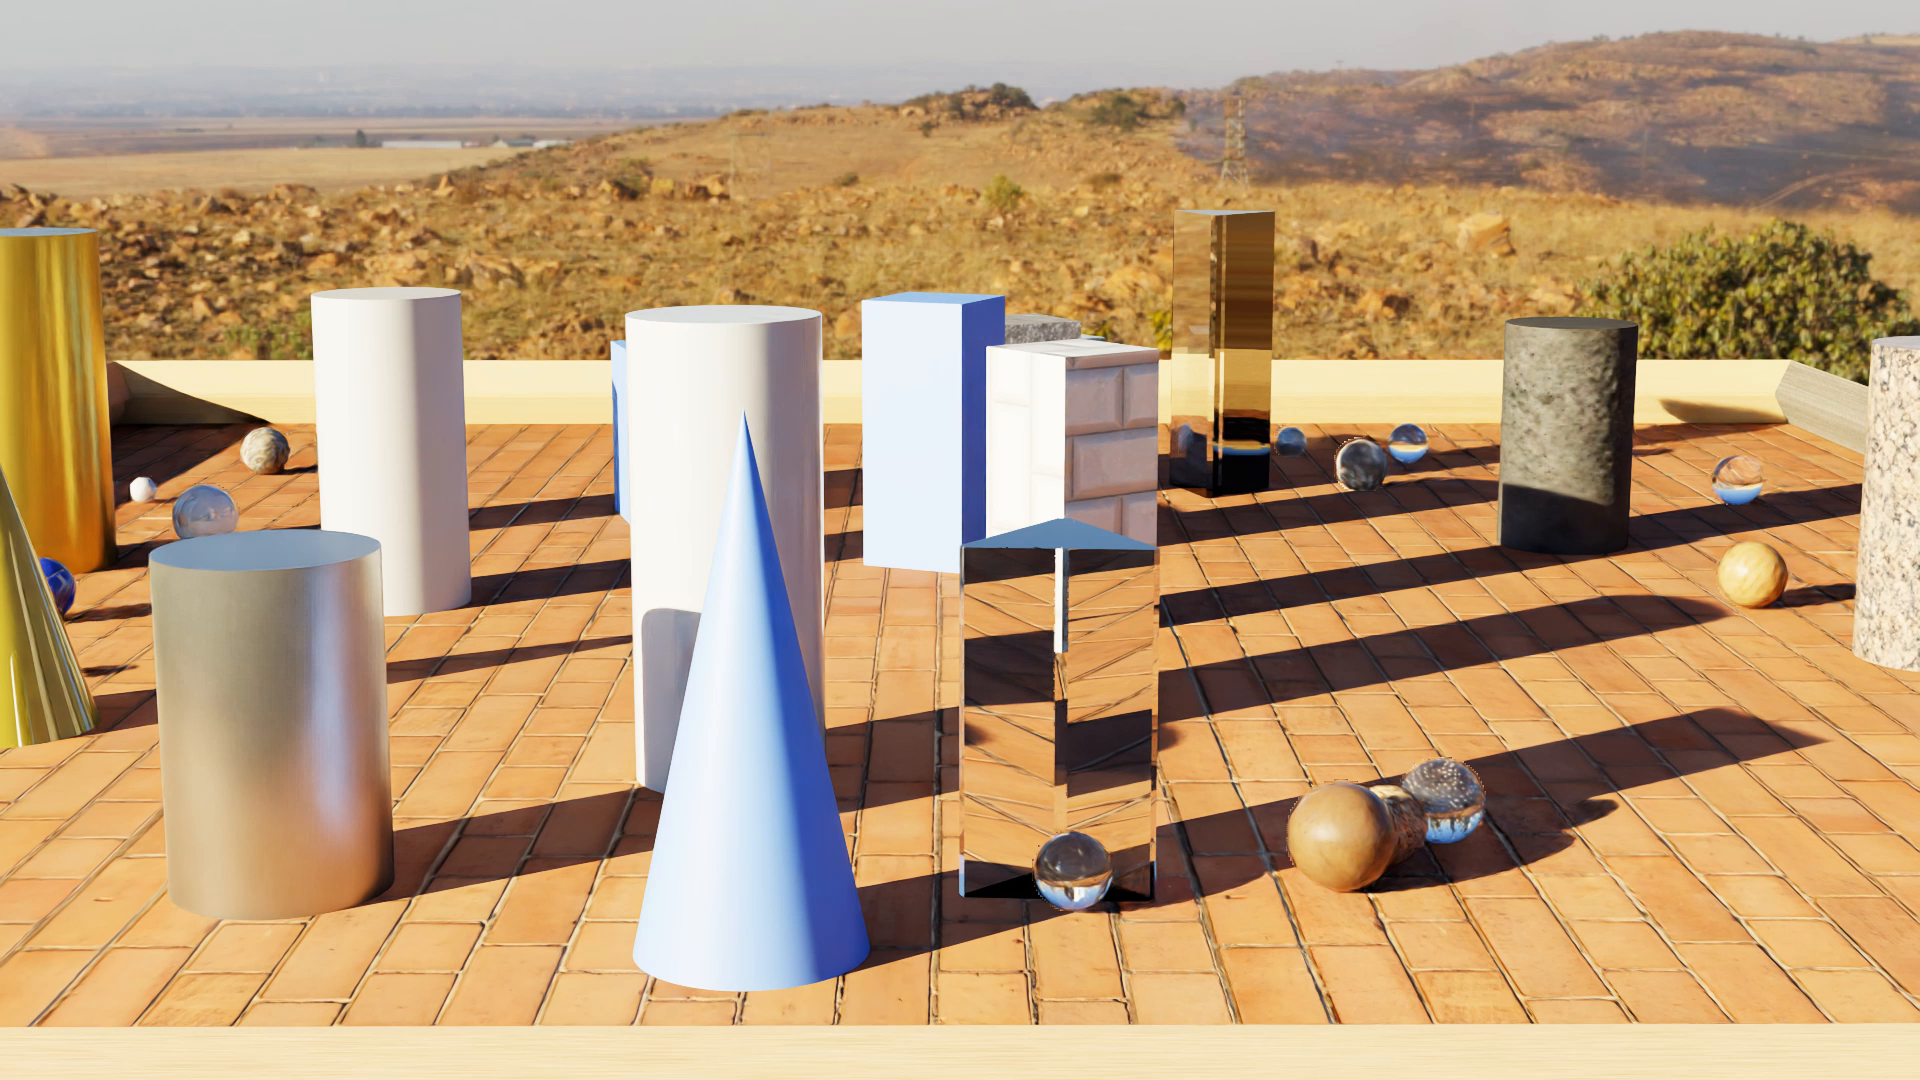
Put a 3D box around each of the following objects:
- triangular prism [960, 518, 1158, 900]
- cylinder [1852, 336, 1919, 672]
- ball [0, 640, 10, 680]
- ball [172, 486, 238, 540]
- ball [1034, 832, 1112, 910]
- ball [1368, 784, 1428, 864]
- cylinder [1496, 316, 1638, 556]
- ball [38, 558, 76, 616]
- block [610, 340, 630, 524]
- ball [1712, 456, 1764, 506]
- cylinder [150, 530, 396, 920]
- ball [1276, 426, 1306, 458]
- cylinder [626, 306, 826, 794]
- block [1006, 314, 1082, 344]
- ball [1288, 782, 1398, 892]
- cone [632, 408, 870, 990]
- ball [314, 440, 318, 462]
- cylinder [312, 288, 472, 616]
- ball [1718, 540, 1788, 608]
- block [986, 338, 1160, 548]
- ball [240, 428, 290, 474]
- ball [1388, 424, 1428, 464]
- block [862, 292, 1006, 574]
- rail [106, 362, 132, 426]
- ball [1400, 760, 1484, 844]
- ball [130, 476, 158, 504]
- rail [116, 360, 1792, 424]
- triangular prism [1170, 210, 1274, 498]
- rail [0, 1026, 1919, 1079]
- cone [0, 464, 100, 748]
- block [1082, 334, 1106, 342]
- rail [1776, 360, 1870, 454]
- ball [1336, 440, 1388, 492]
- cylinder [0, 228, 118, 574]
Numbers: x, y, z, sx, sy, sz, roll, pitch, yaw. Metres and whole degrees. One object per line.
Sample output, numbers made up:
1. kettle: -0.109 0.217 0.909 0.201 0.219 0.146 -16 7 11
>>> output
1. triangular prism: 0.091 0.148 2.317 0.171 0.316 0.148 1 11 4
2. cylinder: 1.217 -0.047 3.166 0.197 0.391 0.197 0 10 0
3. ball: -1.158 0.143 3.044 0.061 0.061 0.061 0 10 0
4. ball: -1.149 -0.035 3.904 0.098 0.098 0.098 0 10 0
5. ball: 0.098 0.287 2.228 0.068 0.068 0.068 0 10 0
6. ball: 0.394 0.263 2.365 0.074 0.074 0.074 0 10 0
7. cylinder: 0.929 -0.163 3.928 0.197 0.341 0.197 0 10 0
8. ball: -1.213 0.066 3.391 0.086 0.086 0.086 0 10 0
9. block: -0.474 -0.179 4.181 0.158 0.281 0.158 -3 11 -17
10. ball: 1.301 -0.100 4.296 0.084 0.084 0.084 0 10 0
11. cylinder: -0.609 0.159 2.282 0.197 0.307 0.197 0 10 0
12. ball: 0.623 -0.184 4.822 0.058 0.058 0.058 0 10 0
13. cylinder: -0.238 0.008 2.630 0.197 0.479 0.197 0 10 0
14. block: 0.096 -0.223 4.353 0.158 0.304 0.158 -5 12 -27
15. ball: 0.341 0.265 2.289 0.097 0.097 0.097 0 10 0
16. cone: -0.174 0.117 2.099 0.197 0.456 0.197 0 10 0
17. ball: -1.119 -0.161 4.621 0.084 0.084 0.084 0 10 0
18. cylinder: -0.772 -0.124 3.492 0.197 0.423 0.197 0 10 0
19. ball: 1.077 0.047 3.483 0.091 0.091 0.091 0 10 0
20. block: 0.145 -0.068 3.346 0.158 0.367 0.158 -8 13 -37
21. ball: -1.251 -0.161 4.620 0.085 0.085 0.085 0 10 0
22. ball: 0.829 -0.179 4.749 0.074 0.074 0.074 0 10 0
23. block: -0.038 -0.162 3.789 0.158 0.391 0.158 5 11 24
24. rail: -1.696 0.035 3.439 0.045 0.128 3.707 0 10 0
25. ball: 0.456 0.248 2.428 0.080 0.080 0.080 0 10 0
26. ball: -1.373 -0.084 4.315 0.045 0.045 0.045 0 10 0
27. rail: -0.011 -0.300 5.248 3.439 0.128 0.045 0 10 0
28. triangular prism: 0.427 -0.327 4.433 0.148 0.479 0.171 9 14 41
29. rail: 0.011 0.366 1.650 3.439 0.128 0.045 0 10 0
30. cone: -1.063 0.044 2.833 0.197 0.333 0.197 0 10 0
31. block: 0.148 -0.239 4.586 0.158 0.251 0.158 -8 13 -36
32. rail: 1.696 0.031 3.458 0.045 0.128 3.707 0 10 0
33. ball: 0.694 -0.128 4.431 0.090 0.090 0.090 0 10 0
34. cylinder: -1.347 -0.204 3.743 0.197 0.489 0.197 0 10 0
